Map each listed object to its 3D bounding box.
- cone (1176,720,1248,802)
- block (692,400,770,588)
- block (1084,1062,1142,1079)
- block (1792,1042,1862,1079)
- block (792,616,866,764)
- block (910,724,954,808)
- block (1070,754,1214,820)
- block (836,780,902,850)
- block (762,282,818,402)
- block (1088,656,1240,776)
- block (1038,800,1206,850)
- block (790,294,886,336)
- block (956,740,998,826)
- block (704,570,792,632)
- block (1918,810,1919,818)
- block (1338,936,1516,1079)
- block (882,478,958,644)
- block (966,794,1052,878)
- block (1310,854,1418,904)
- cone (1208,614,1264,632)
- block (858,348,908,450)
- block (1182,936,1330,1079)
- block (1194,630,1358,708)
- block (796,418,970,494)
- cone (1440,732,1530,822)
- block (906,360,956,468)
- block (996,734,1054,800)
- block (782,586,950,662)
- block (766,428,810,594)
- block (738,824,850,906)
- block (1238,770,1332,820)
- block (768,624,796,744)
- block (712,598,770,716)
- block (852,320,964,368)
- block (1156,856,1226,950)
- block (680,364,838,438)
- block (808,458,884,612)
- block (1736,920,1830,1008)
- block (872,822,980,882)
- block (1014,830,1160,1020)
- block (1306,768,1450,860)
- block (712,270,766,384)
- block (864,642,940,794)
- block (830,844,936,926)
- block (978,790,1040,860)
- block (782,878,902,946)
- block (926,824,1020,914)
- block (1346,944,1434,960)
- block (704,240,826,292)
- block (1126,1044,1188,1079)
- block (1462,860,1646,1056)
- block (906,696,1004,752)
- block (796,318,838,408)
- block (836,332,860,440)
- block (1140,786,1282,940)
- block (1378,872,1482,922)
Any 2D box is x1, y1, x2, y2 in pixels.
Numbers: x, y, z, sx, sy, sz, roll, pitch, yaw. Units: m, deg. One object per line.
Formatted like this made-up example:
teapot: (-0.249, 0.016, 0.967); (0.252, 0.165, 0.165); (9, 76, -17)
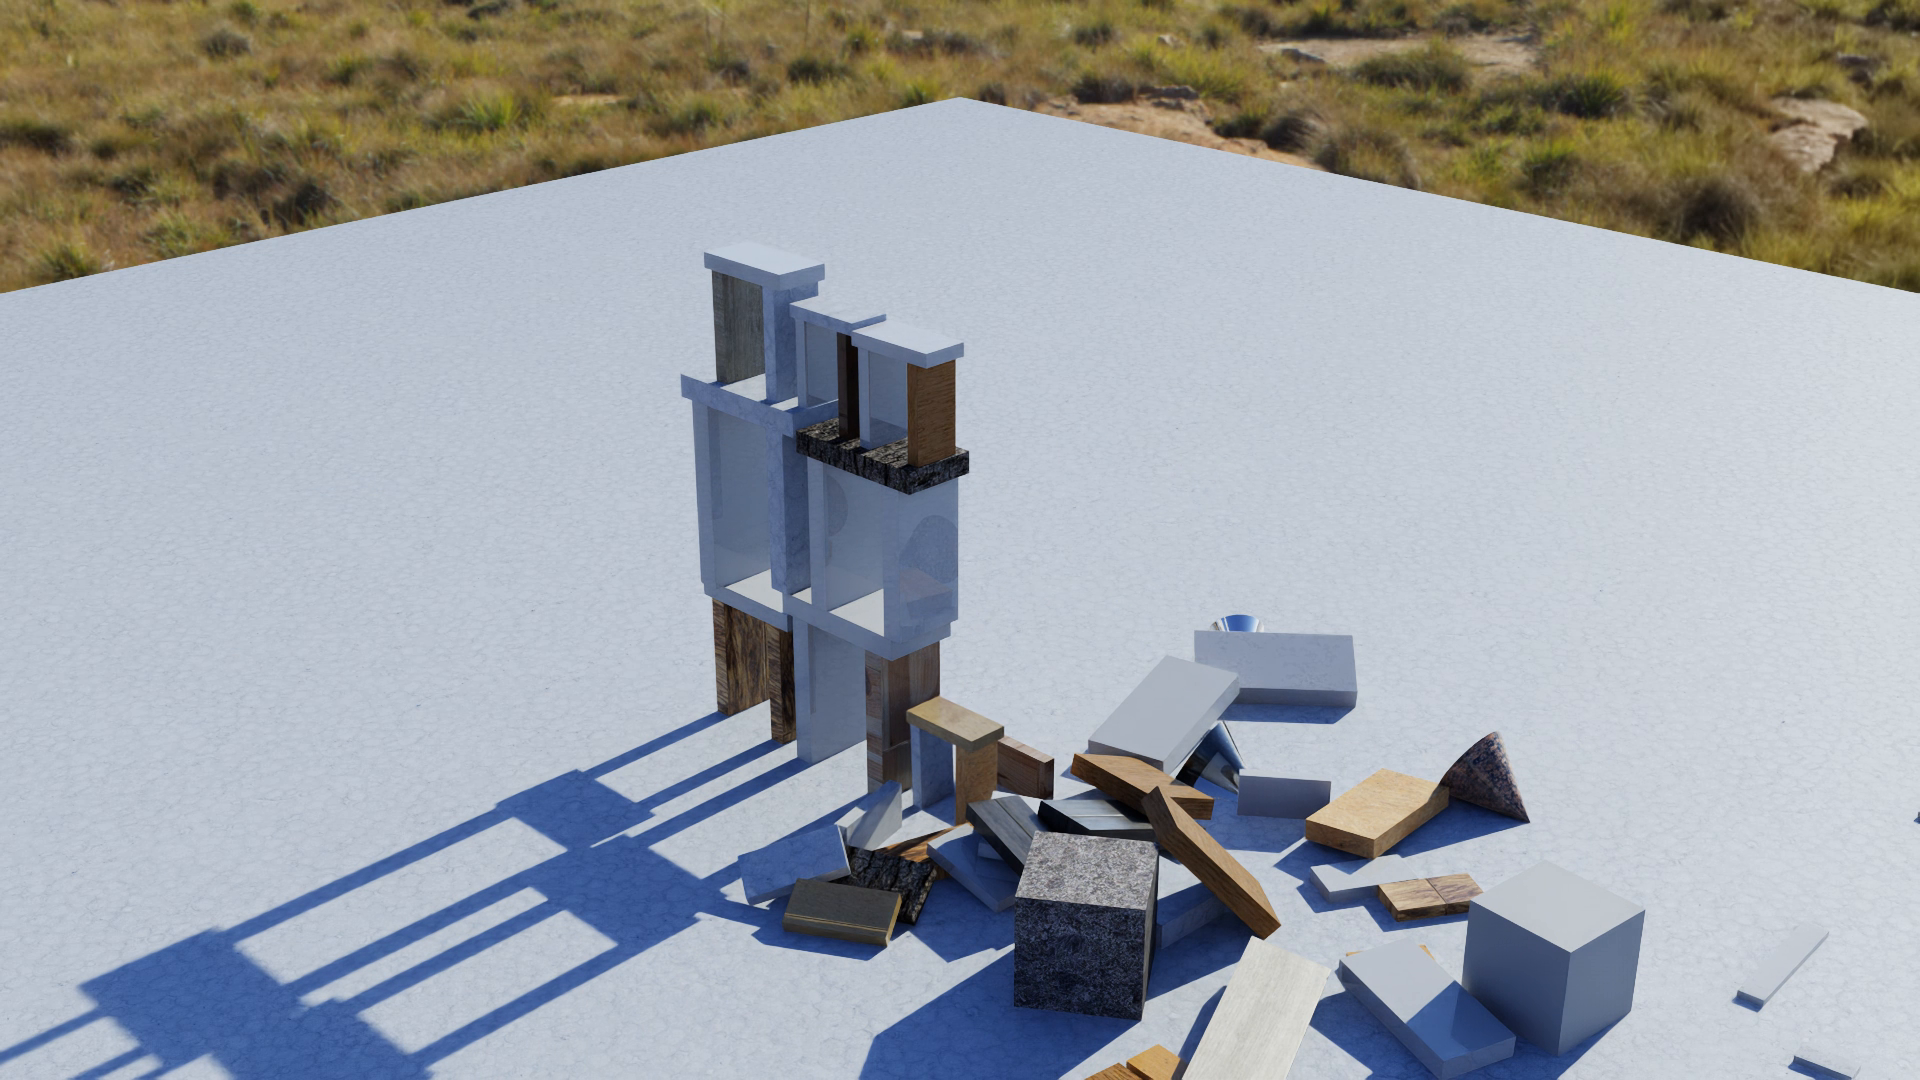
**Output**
cone: (0.556, 0.493, 4.495); (0.179, 0.179, 0.179); (37, 35, 14)
block: (-0.478, -0.117, 4.700); (0.050, 0.415, 0.177); (21, 31, 41)
block: (0.228, 0.908, 3.594); (0.149, 0.021, 0.074); (-17, 28, -34)
block: (1.451, 0.875, 3.680); (0.096, 0.014, 0.048); (18, 29, 35)
block: (-0.271, 0.293, 4.648); (0.165, 0.329, 0.047); (-21, 31, -41)
block: (-0.056, 0.446, 4.474); (0.092, 0.184, 0.026); (-21, 29, -41)
block: (0.364, 0.495, 4.427); (0.149, 0.042, 0.299); (7, 8, -29)
block: (-0.179, 0.560, 4.314); (0.028, 0.100, 0.200); (13, 26, 28)
block: (-0.337, -0.405, 4.418); (0.033, 0.236, 0.118); (21, 31, 41)
block: (0.442, 0.379, 4.736); (0.179, 0.051, 0.357); (14, 35, 30)
block: (0.314, 0.553, 4.276); (0.304, 0.043, 0.152); (5, 13, -38)
block: (-0.240, -0.440, 4.301); (0.091, 0.026, 0.183); (-21, 31, -40)
block: (0.033, 0.481, 4.393); (0.026, 0.184, 0.092); (22, 31, 40)
block: (-0.410, 0.118, 4.727); (0.275, 0.039, 0.138); (21, 31, 41)
block: (1.987, 0.551, 4.445); (0.096, 0.014, 0.048); (-14, 27, -29)
block: (0.799, 0.803, 3.784); (0.149, 0.042, 0.299); (-12, 30, -23)
block: (-0.077, 0.026, 4.321); (0.046, 0.324, 0.162); (21, 31, 41)
block: (0.114, 0.563, 4.182); (0.113, 0.032, 0.226); (-6, 27, -28)
block: (0.772, 0.647, 4.203); (0.183, 0.026, 0.091); (-6, 24, -14)
cone: (0.642, 0.265, 5.060); (0.133, 0.133, 0.133); (-1, 50, -2)
block: (-0.149, -0.285, 4.265); (0.029, 0.202, 0.101); (21, 31, 40)
block: (0.458, 0.871, 3.611); (0.149, 0.042, 0.676); (21, 28, 14)
block: (0.706, 0.288, 4.946); (0.357, 0.051, 0.179); (2, 42, 4)
block: (-0.154, -0.173, 4.319); (0.324, 0.046, 0.162); (21, 31, 41)
cone: (1.094, 0.511, 4.457); (0.175, 0.175, 0.175); (-20, 57, -39)
block: (-0.054, -0.248, 4.178); (0.029, 0.202, 0.101); (21, 31, 40)
block: (0.110, 0.464, 4.536); (0.029, 0.101, 0.203); (-21, 31, -40)
block: (-0.193, 0.150, 4.503); (0.165, 0.047, 0.329); (-21, 31, -41)
block: (-0.311, -0.081, 4.535); (0.177, 0.354, 0.050); (-21, 31, -41)
block: (-0.314, 0.615, 4.159); (0.200, 0.028, 0.100); (-18, 48, 0)
block: (0.653, 0.514, 4.432); (0.183, 0.091, 0.026); (3, 23, 7)
block: (-0.345, 0.288, 4.728); (0.039, 0.275, 0.138); (21, 31, 41)
block: (-0.475, 0.238, 4.848); (0.039, 0.275, 0.138); (21, 31, 41)
block: (-0.100, -0.373, 4.177); (0.202, 0.029, 0.101); (21, 31, 40)
block: (0.308, 0.648, 4.169); (0.179, 0.051, 0.357); (-20, 30, -40)
block: (-0.394, -0.299, 4.533); (0.354, 0.050, 0.177); (21, 31, 40)
block: (-0.230, -0.034, 4.462); (0.046, 0.324, 0.162); (21, 31, 40)
block: (1.481, 0.760, 3.953); (0.048, 0.014, 0.296); (19, 29, 37)
block: (-0.037, 0.612, 4.278); (0.333, 0.032, 0.113); (-13, 26, -28)
block: (0.225, 0.677, 3.879); (0.224, 0.224, 0.224); (4, 23, 10)
block: (0.835, 0.544, 4.390); (0.152, 0.043, 0.304); (13, 23, 38)
block: (-0.449, -0.449, 4.520); (0.118, 0.236, 0.033); (-21, 31, -41)
block: (-0.116, 0.354, 4.505); (0.047, 0.329, 0.165); (21, 31, 41)
block: (-0.169, 0.644, 4.137); (0.226, 0.032, 0.113); (10, 54, 22)
block: (0.099, 0.557, 4.266); (0.101, 0.029, 0.202); (10, 24, 5)
block: (-0.218, 0.687, 4.058); (0.200, 0.028, 0.100); (6, 47, 14)
block: (0.041, 0.625, 4.196); (0.101, 0.029, 0.202); (-22, 43, -37)
block: (0.775, 0.761, 3.939); (0.148, 0.021, 0.074); (-4, 23, -9)
block: (-0.394, -0.551, 4.417); (0.118, 0.033, 0.236); (-21, 31, -40)
block: (0.353, 0.890, 3.636); (0.074, 0.021, 0.149); (-18, 29, -36)
block: (1.022, 0.719, 3.801); (0.208, 0.208, 0.208); (-18, 29, -36)
block: (-0.010, 0.367, 4.391); (0.184, 0.026, 0.092); (21, 31, 40)
block: (-0.283, -0.361, 4.382); (0.091, 0.183, 0.026); (-21, 31, -41)
block: (-0.196, -0.312, 4.308); (0.091, 0.217, 0.026); (-21, 31, -40)
block: (0.460, 0.593, 4.038); (0.043, 0.304, 0.152); (-42, 23, 9)
block: (0.890, 0.673, 4.142); (0.183, 0.026, 0.091); (-5, 24, -12)
